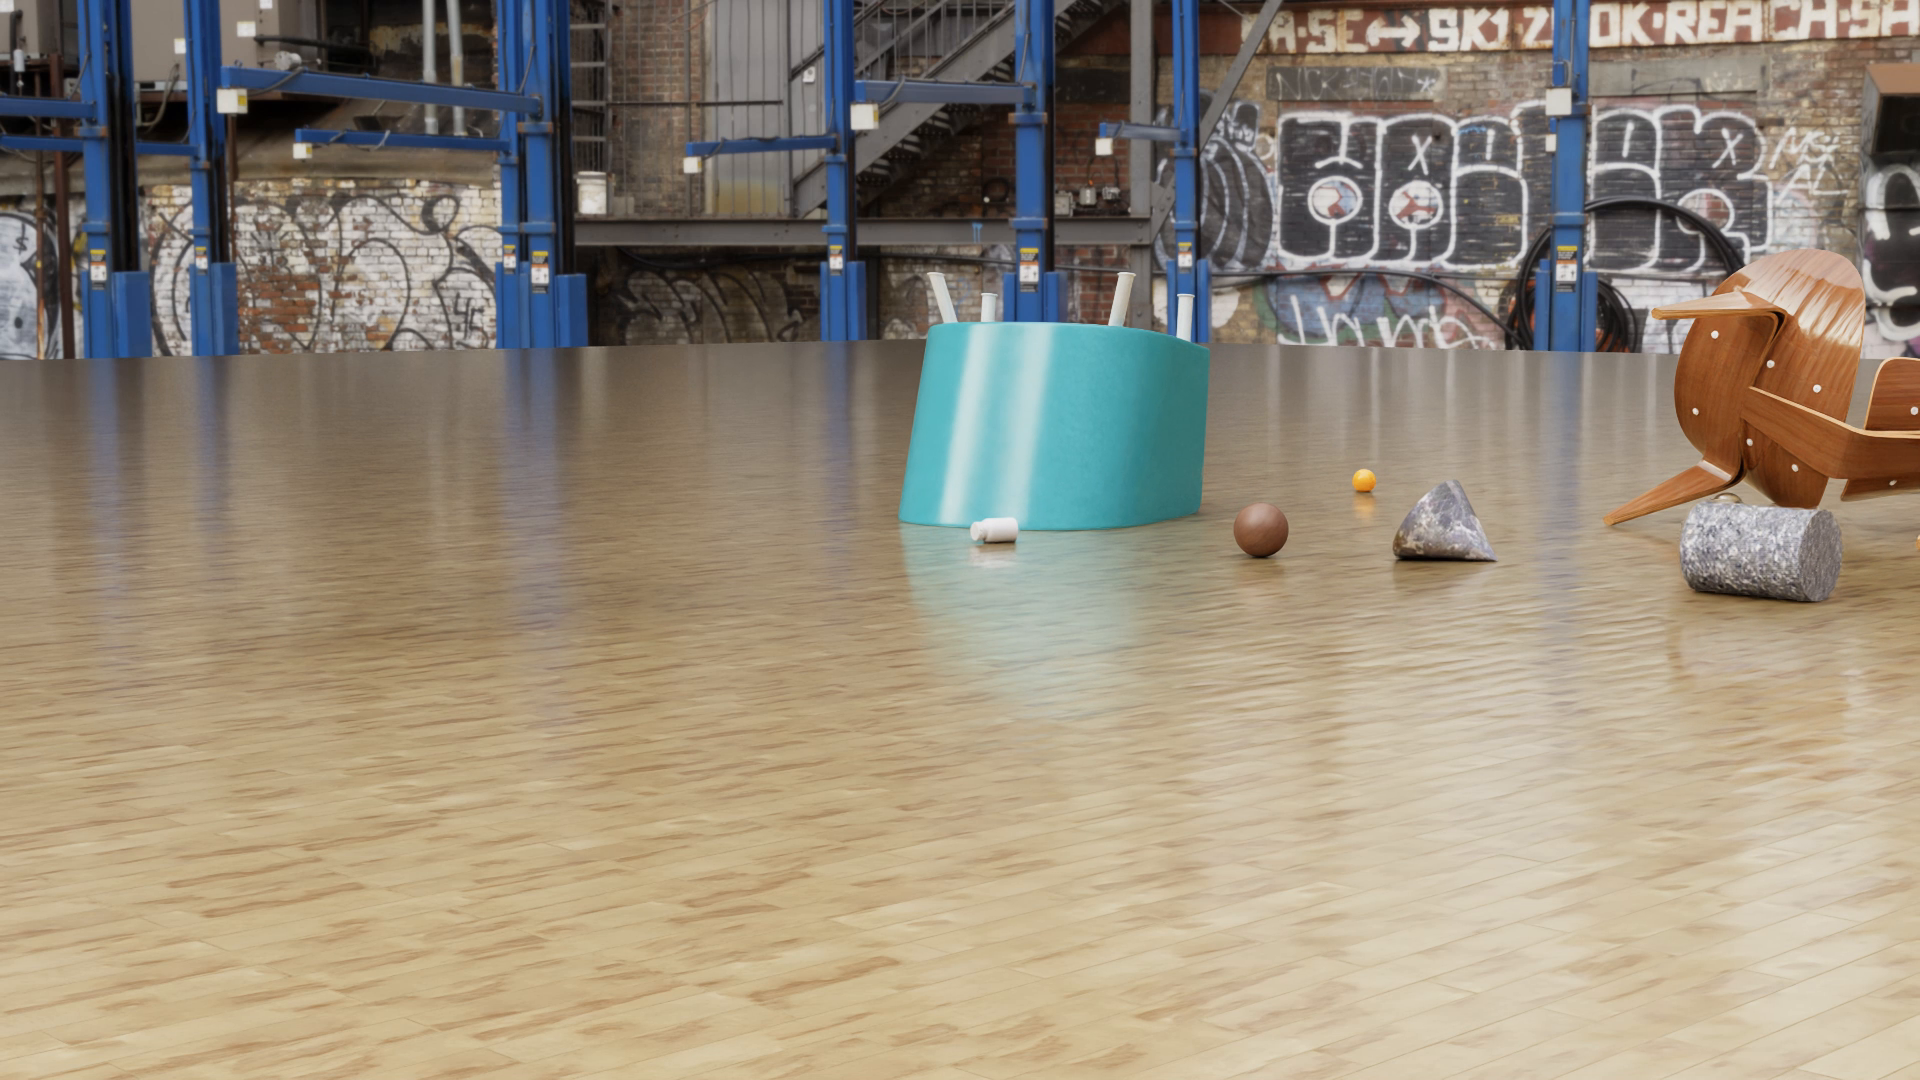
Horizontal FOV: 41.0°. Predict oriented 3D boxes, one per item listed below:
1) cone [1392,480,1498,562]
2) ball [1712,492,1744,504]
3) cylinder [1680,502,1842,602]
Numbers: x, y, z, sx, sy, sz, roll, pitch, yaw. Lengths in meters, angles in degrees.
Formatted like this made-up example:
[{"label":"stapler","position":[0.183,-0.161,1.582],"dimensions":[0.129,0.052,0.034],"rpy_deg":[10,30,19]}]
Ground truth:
[{"label":"cone","position":[1.170,0.000,5.971],"dimensions":[0.197,0.203,0.338],"rpy_deg":[34,27,24]},{"label":"ball","position":[2.014,-0.079,6.739],"dimensions":[0.091,0.091,0.091],"rpy_deg":[0,6,0]},{"label":"cylinder","position":[1.649,0.022,5.284],"dimensions":[0.179,0.187,0.267],"rpy_deg":[7,0,-44]}]
